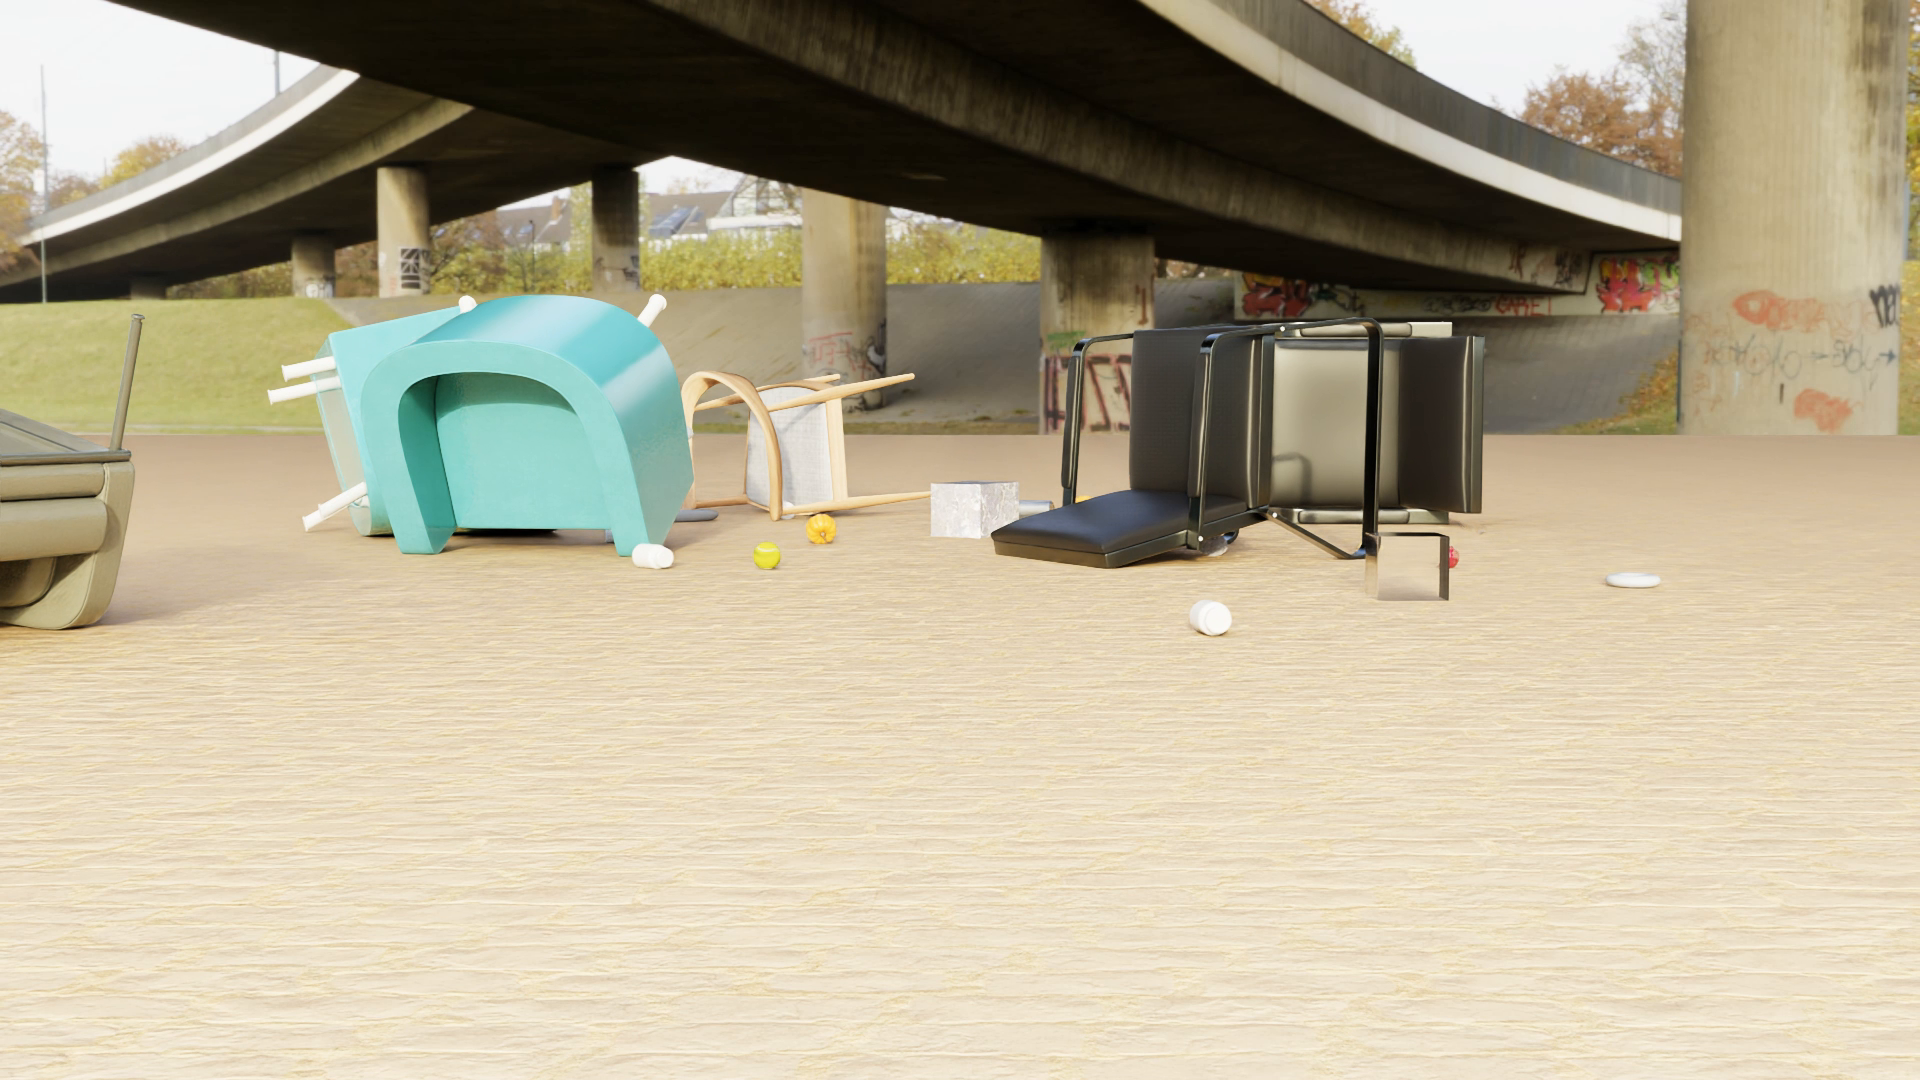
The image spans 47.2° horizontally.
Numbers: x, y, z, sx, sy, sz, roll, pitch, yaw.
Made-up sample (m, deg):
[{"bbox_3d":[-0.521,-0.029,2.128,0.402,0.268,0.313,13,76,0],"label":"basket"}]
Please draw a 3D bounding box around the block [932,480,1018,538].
[{"bbox_3d":[0.047,-0.096,6.765,0.173,0.161,0.239,2,5,30],"label":"block"}]

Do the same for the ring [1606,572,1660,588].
[{"bbox_3d":[1.534,0.092,5.013,0.120,0.028,0.149,0,3,4],"label":"ring"}]

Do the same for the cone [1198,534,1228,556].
[{"bbox_3d":[0.684,0.026,5.952,0.080,0.067,0.063,7,-23,9],"label":"cone"}]

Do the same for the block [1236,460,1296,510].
[{"bbox_3d":[1.153,-0.211,8.293,0.146,0.181,0.180,-2,4,-21],"label":"block"}]

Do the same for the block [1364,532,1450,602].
[{"bbox_3d":[0.960,0.056,4.728,0.151,0.137,0.144,0,4,0],"label":"block"}]

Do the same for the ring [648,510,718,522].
[{"bbox_3d":[-0.936,-0.082,7.454,0.264,0.039,0.108,-3,4,-37],"label":"ring"}]

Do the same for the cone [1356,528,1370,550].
[{"bbox_3d":[1.148,-0.004,6.176,0.074,0.060,0.042,1,4,11],"label":"cone"}]
